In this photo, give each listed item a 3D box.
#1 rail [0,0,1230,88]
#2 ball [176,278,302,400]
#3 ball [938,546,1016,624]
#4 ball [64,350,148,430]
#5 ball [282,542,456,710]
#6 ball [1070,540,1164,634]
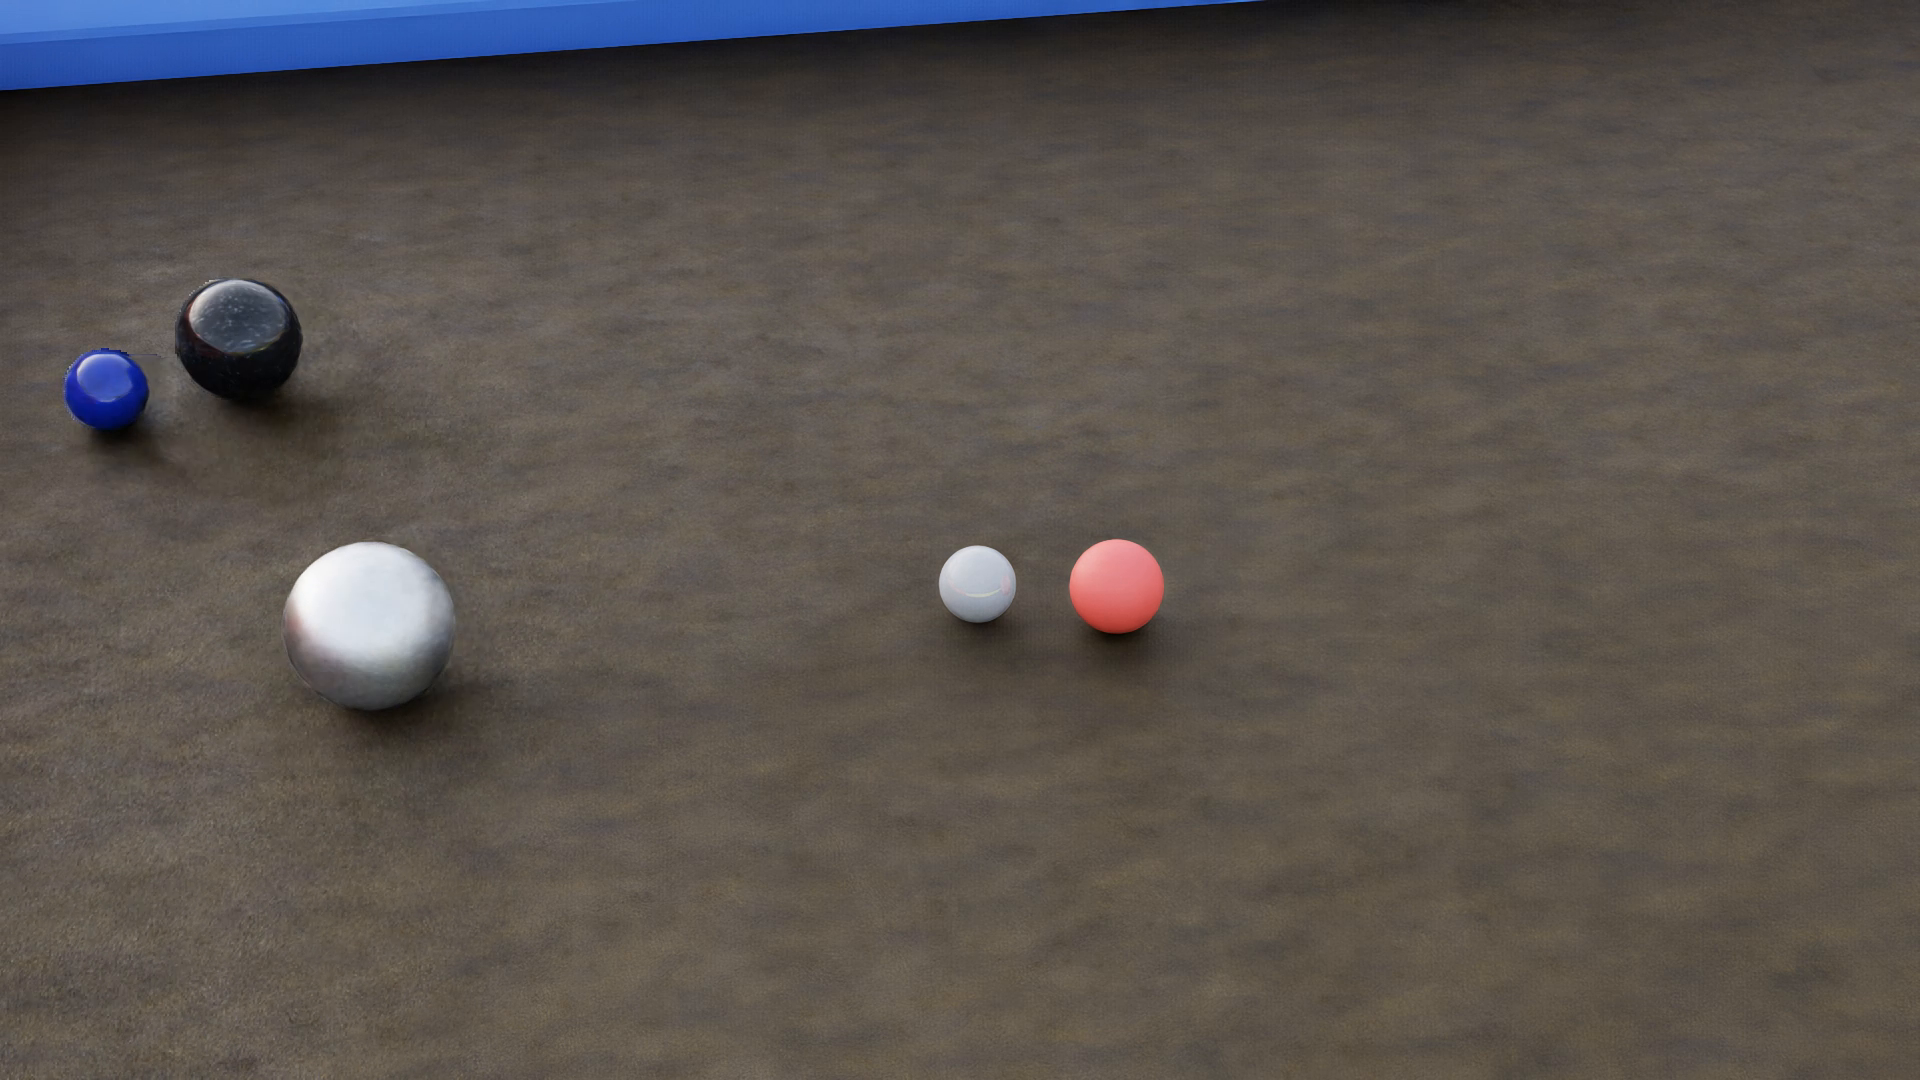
[{"bbox_3d":[0.603,-0.568,2.344,2.993,0.130,0.045,-6,36,-8],"label":"rail"},{"bbox_3d":[-0.504,-0.141,1.795,0.085,0.085,0.085,0,36,0],"label":"ball"},{"bbox_3d":[0.011,0.027,1.595,0.048,0.048,0.048,0,36,0],"label":"ball"},{"bbox_3d":[-0.588,-0.103,1.769,0.055,0.055,0.055,0,36,0],"label":"ball"},{"bbox_3d":[-0.349,0.051,1.519,0.100,0.100,0.100,0,36,0],"label":"ball"},{"bbox_3d":[0.097,0.029,1.584,0.059,0.059,0.059,0,36,0],"label":"ball"}]
